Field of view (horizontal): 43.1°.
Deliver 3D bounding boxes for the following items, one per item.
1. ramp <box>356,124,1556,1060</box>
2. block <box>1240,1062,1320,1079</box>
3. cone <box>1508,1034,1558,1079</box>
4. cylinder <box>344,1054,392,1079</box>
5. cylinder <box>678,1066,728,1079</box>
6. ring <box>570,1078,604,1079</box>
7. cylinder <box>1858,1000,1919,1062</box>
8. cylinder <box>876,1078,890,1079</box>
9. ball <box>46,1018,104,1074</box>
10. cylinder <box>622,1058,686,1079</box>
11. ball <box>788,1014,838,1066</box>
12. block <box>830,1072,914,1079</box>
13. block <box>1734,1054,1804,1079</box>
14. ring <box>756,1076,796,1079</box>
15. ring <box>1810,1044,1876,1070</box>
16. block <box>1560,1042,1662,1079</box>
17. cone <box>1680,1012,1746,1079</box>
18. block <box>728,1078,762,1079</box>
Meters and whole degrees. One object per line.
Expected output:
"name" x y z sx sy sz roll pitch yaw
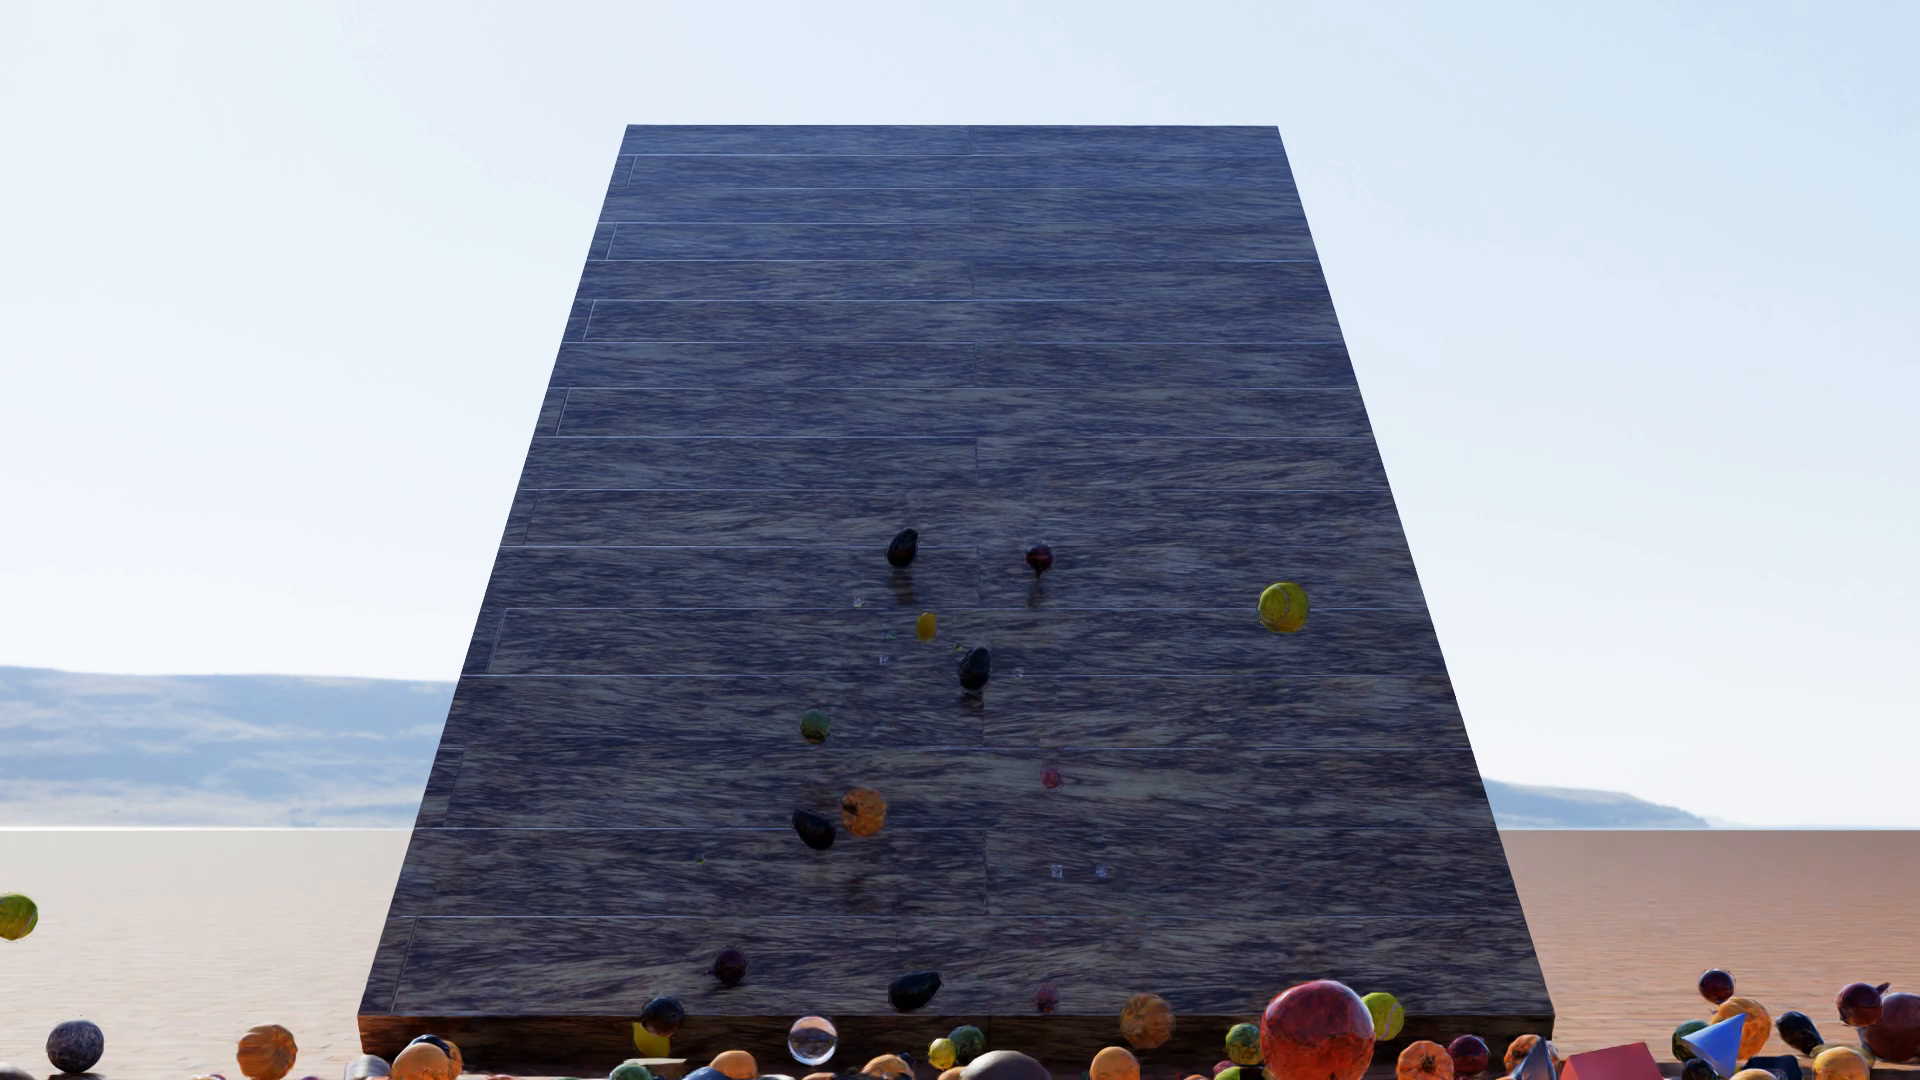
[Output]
"ramp" -0.014 -0.199 5.797 2.000 0.100 4.000 0 31 0
"block" 0.428 0.740 3.245 0.075 0.075 0.075 5 -9 -38
"cone" 0.806 0.726 3.391 0.080 0.080 0.080 13 -9 2
"cylinder" -0.797 0.734 3.267 0.063 0.063 0.063 1 16 -8
"cylinder" -0.321 0.682 2.884 0.088 0.088 0.088 -3 8 27
"ring" -0.531 0.785 3.454 0.103 0.034 0.103 1 -6 0
"cylinder" 1.592 0.831 4.122 0.097 0.097 0.097 5 -8 -36
"cylinder" -0.064 0.660 2.731 0.090 0.090 0.090 30 -25 -37
"ball" -1.417 0.810 3.900 0.088 0.088 0.088 0 -7 0
"cylinder" -0.405 0.734 3.228 0.084 0.084 0.084 0 -7 0
"ball" -0.211 0.717 3.486 0.072 0.072 0.072 0 -7 0
"block" -0.106 0.695 2.931 0.093 0.093 0.093 1 -7 -10
"block" 1.074 0.727 3.220 0.064 0.064 0.064 -1 -41 -11
"ring" -0.275 0.793 3.512 0.091 0.030 0.091 -2 -2 0
"ring" 1.443 0.846 3.978 0.100 0.033 0.100 2 -4 0
"block" 0.746 0.646 2.778 0.094 0.094 0.094 -8 -43 -10
"cone" 1.019 0.659 3.236 0.083 0.083 0.083 42 -6 6
"block" -0.298 0.707 2.994 0.082 0.082 0.082 -3 -7 23
